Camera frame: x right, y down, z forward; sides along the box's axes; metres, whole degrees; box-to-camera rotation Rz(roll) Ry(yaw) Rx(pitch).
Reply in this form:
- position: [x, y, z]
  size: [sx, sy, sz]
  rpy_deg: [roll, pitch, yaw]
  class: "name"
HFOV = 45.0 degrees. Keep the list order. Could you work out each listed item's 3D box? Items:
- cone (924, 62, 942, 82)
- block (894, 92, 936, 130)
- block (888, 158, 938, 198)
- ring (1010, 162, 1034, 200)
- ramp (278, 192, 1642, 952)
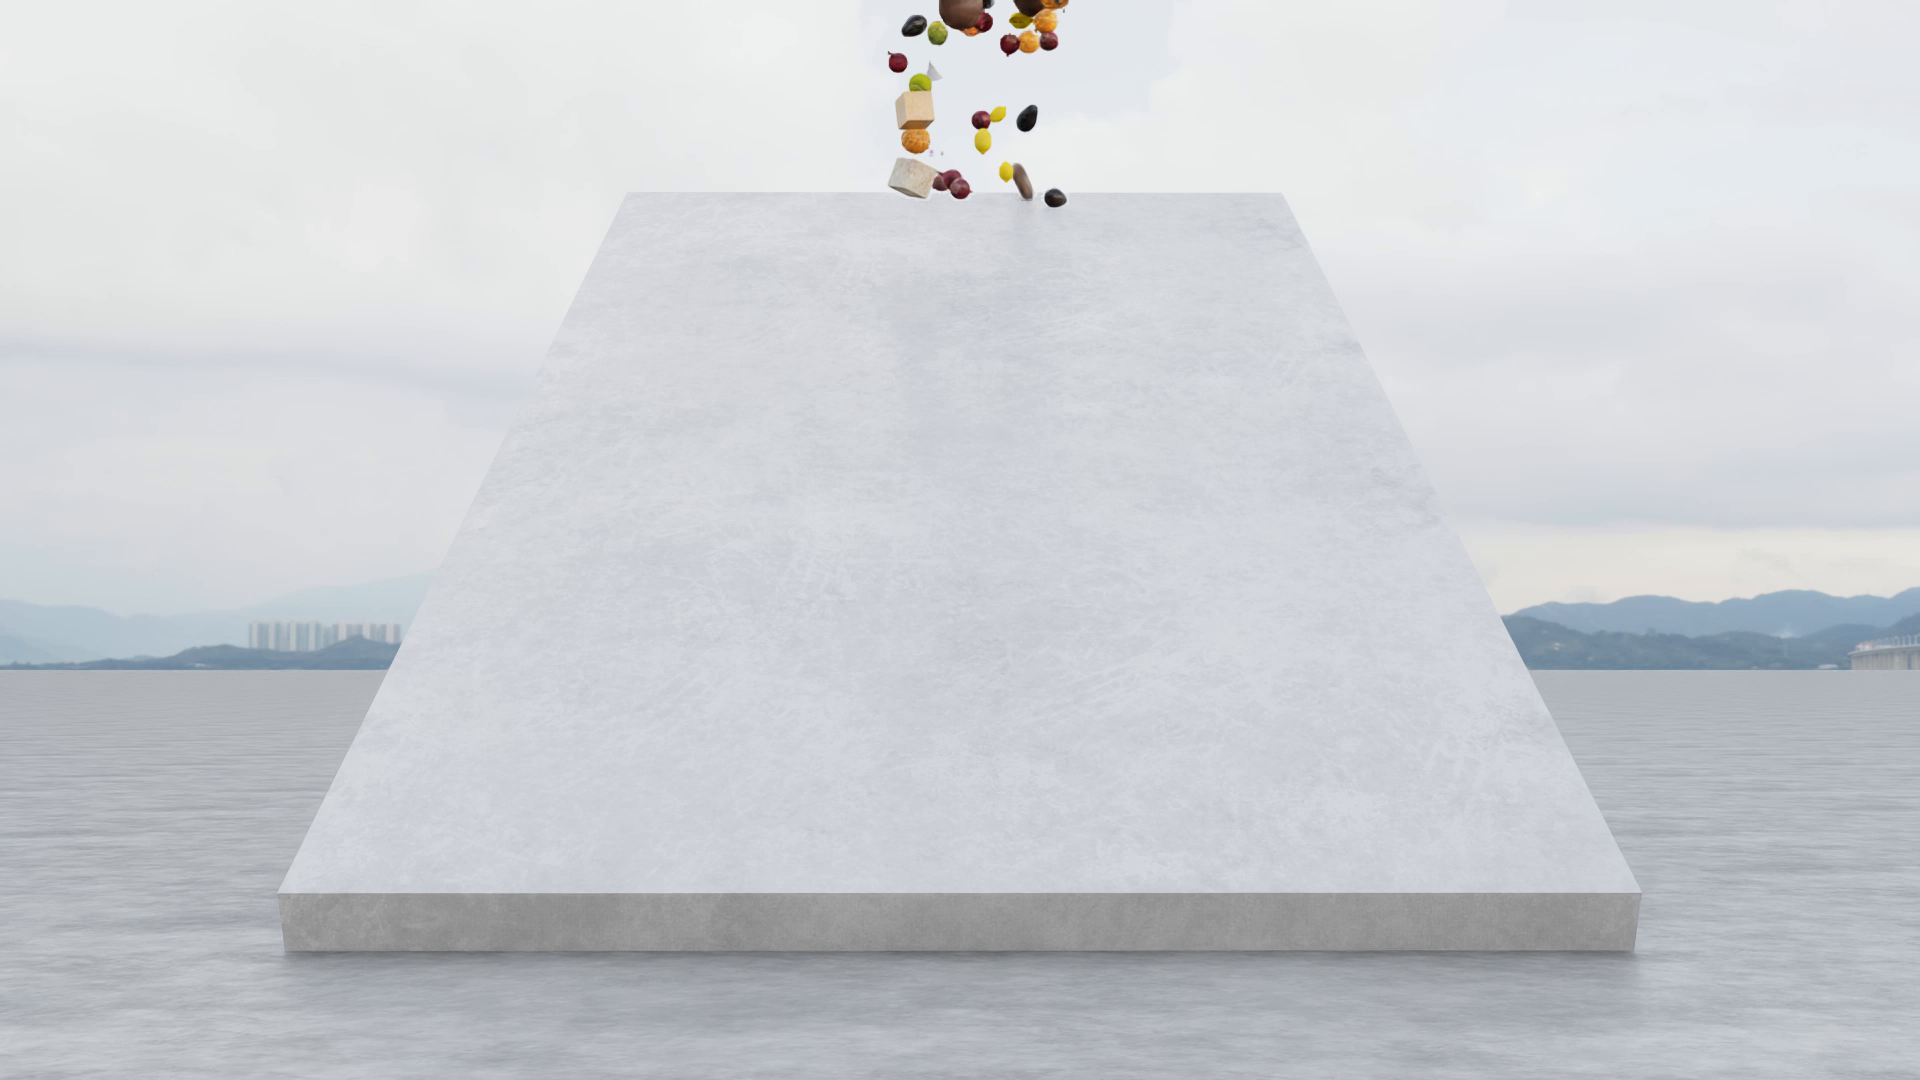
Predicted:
- position: [-0.085, -1.409, 6.945]
  size: [0.059, 0.059, 0.059]
  rpy_deg: [-12, 17, 4]
  class: "cone"
- position: [-0.133, -1.264, 6.815]
  size: [0.087, 0.087, 0.087]
  rpy_deg: [-5, -7, -20]
  class: "block"
- position: [-0.138, -1.041, 6.659]
  size: [0.088, 0.088, 0.088]
  rpy_deg: [20, -2, -38]
  class: "block"
- position: [0.187, -1.081, 6.969]
  size: [0.040, 0.119, 0.119]
  rpy_deg: [-24, -4, 1]
  class: "ring"
- position: [-0.007, -0.226, 5.250]
  size: [2.000, 0.100, 4.000]
  rpy_deg: [0, 23, 0]
  class: "ramp"
